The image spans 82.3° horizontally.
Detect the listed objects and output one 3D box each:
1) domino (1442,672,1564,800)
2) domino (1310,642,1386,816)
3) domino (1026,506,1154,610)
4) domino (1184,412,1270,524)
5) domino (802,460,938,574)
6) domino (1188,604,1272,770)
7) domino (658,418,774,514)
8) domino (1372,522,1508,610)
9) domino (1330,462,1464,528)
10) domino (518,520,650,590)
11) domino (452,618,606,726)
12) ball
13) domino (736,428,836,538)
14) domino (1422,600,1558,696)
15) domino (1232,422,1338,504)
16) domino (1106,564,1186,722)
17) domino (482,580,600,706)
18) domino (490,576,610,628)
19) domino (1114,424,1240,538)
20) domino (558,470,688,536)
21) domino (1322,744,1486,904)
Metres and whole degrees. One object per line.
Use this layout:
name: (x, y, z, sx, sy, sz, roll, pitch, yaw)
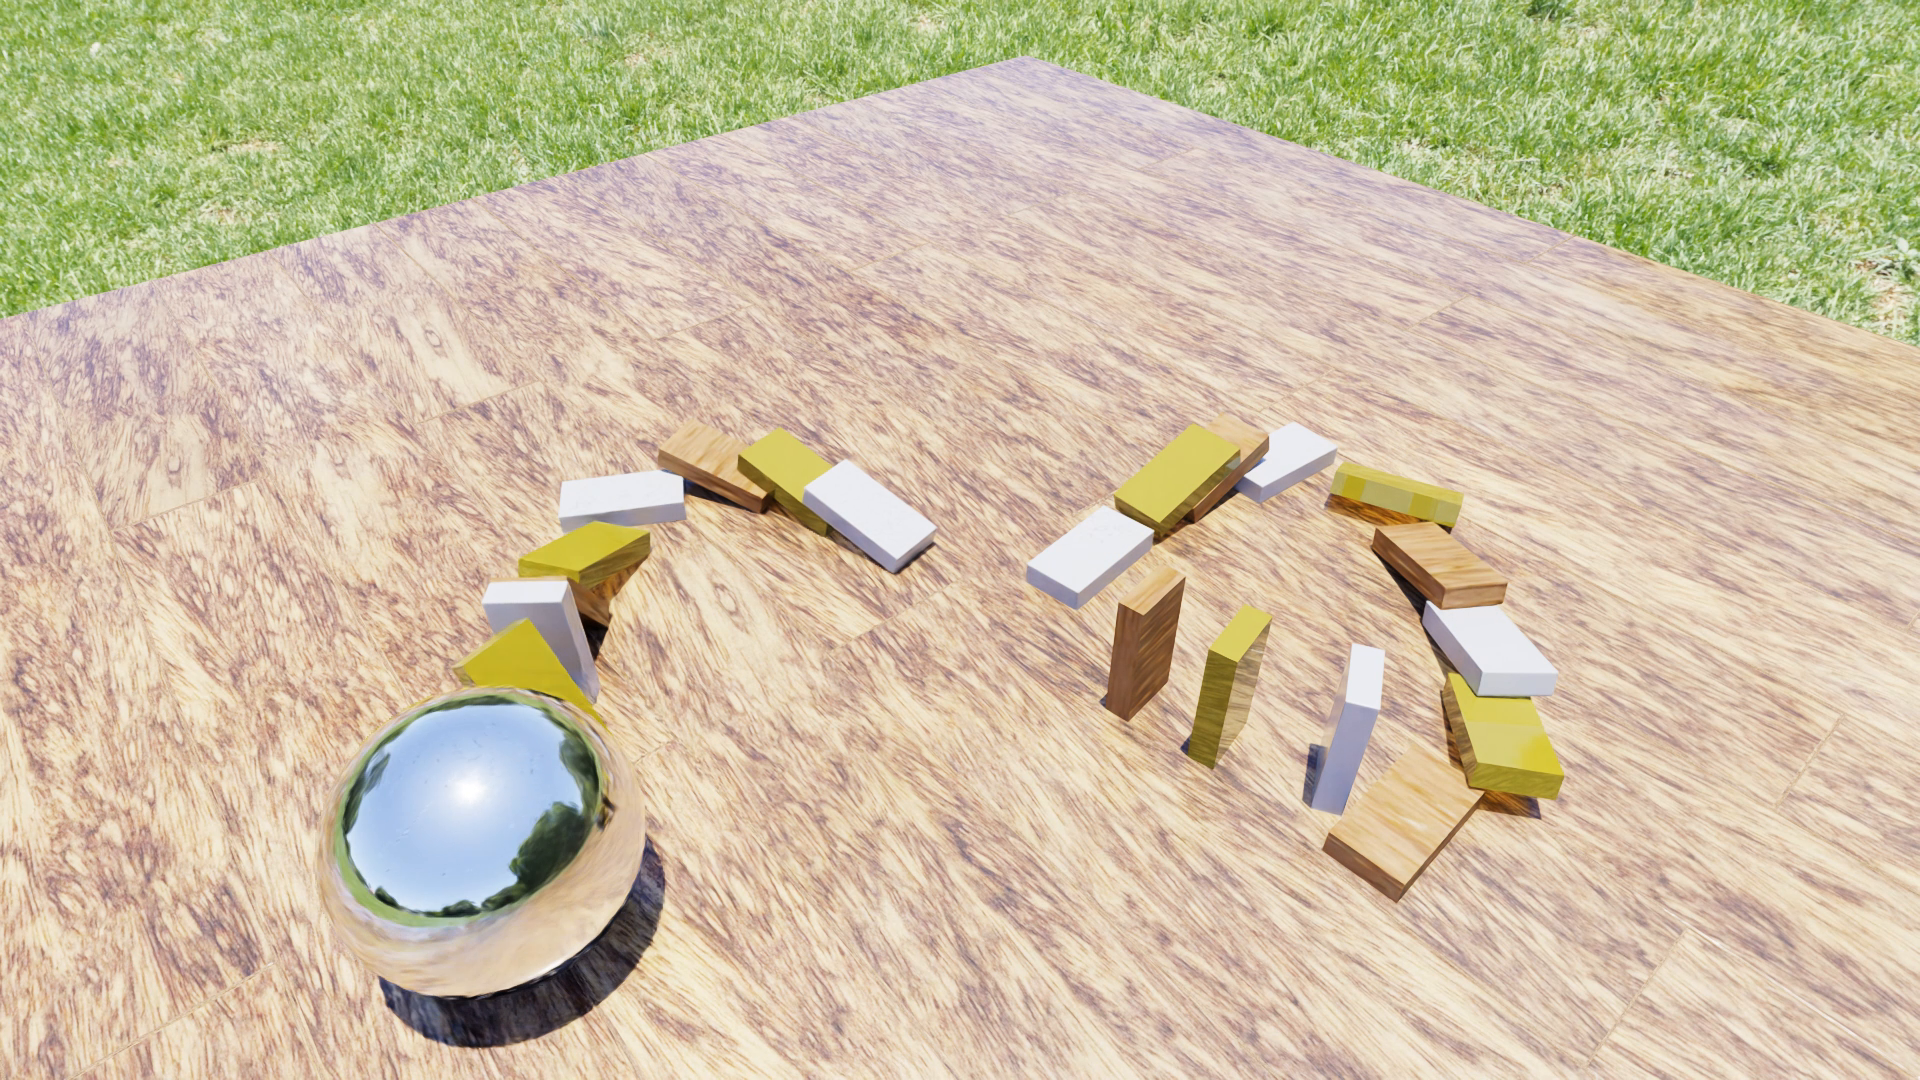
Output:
domino: (0.176, 0.063, 0.358, 0.025, 0.010, 0.050, 8, 28, 9)
domino: (0.119, 0.059, 0.339, 0.010, 0.050, 0.025, 13, 41, 15)
domino: (0.052, 0.006, 0.436, 0.025, 0.010, 0.050, 30, 48, 31)
domino: (0.107, -0.032, 0.471, 0.050, 0.010, 0.025, -42, 53, -18)
domino: (-0.037, -0.010, 0.446, 0.050, 0.010, 0.025, 37, 50, 17)
domino: (0.086, 0.048, 0.353, 0.009, 0.050, 0.025, 25, 46, 28)
domino: (-0.101, -0.032, 0.473, 0.050, 0.010, 0.025, 25, 44, 7)
domino: (0.184, 0.009, 0.424, 0.025, 0.009, 0.050, -5, 28, -9)
domino: (0.183, -0.020, 0.461, 0.050, 0.009, 0.025, 19, 21, 21)
domino: (-0.143, 0.006, 0.422, 0.025, 0.009, 0.050, 10, 19, 12)
domino: (-0.135, 0.053, 0.349, 0.010, 0.050, 0.025, -11, 25, 44)
ball: (-0.125, 0.079, 0.292, 0.080, 0.080, 0.080, 0, 39, 0)
domino: (-0.067, -0.025, 0.463, 0.050, 0.009, 0.025, 37, 50, 15)
domino: (0.186, 0.037, 0.388, 0.025, 0.009, 0.050, 0, 25, 0)
domino: (0.140, -0.035, 0.486, 0.050, 0.010, 0.025, -25, 46, -28)
domino: (0.062, 0.035, 0.369, 0.010, 0.050, 0.025, 29, 47, 30)
domino: (-0.139, 0.035, 0.368, 0.025, 0.050, 0.009, -1, 41, -1)
domino: (-0.143, 0.023, 0.387, 0.025, 0.050, 0.010, -1, 77, -1)
domino: (0.091, -0.025, 0.458, 0.050, 0.010, 0.025, -41, 52, -17)
domino: (-0.142, -0.017, 0.464, 0.050, 0.009, 0.025, -8, 40, -9)
domino: (0.137, 0.086, 0.339, 0.050, 0.010, 0.025, -31, 48, -32)
